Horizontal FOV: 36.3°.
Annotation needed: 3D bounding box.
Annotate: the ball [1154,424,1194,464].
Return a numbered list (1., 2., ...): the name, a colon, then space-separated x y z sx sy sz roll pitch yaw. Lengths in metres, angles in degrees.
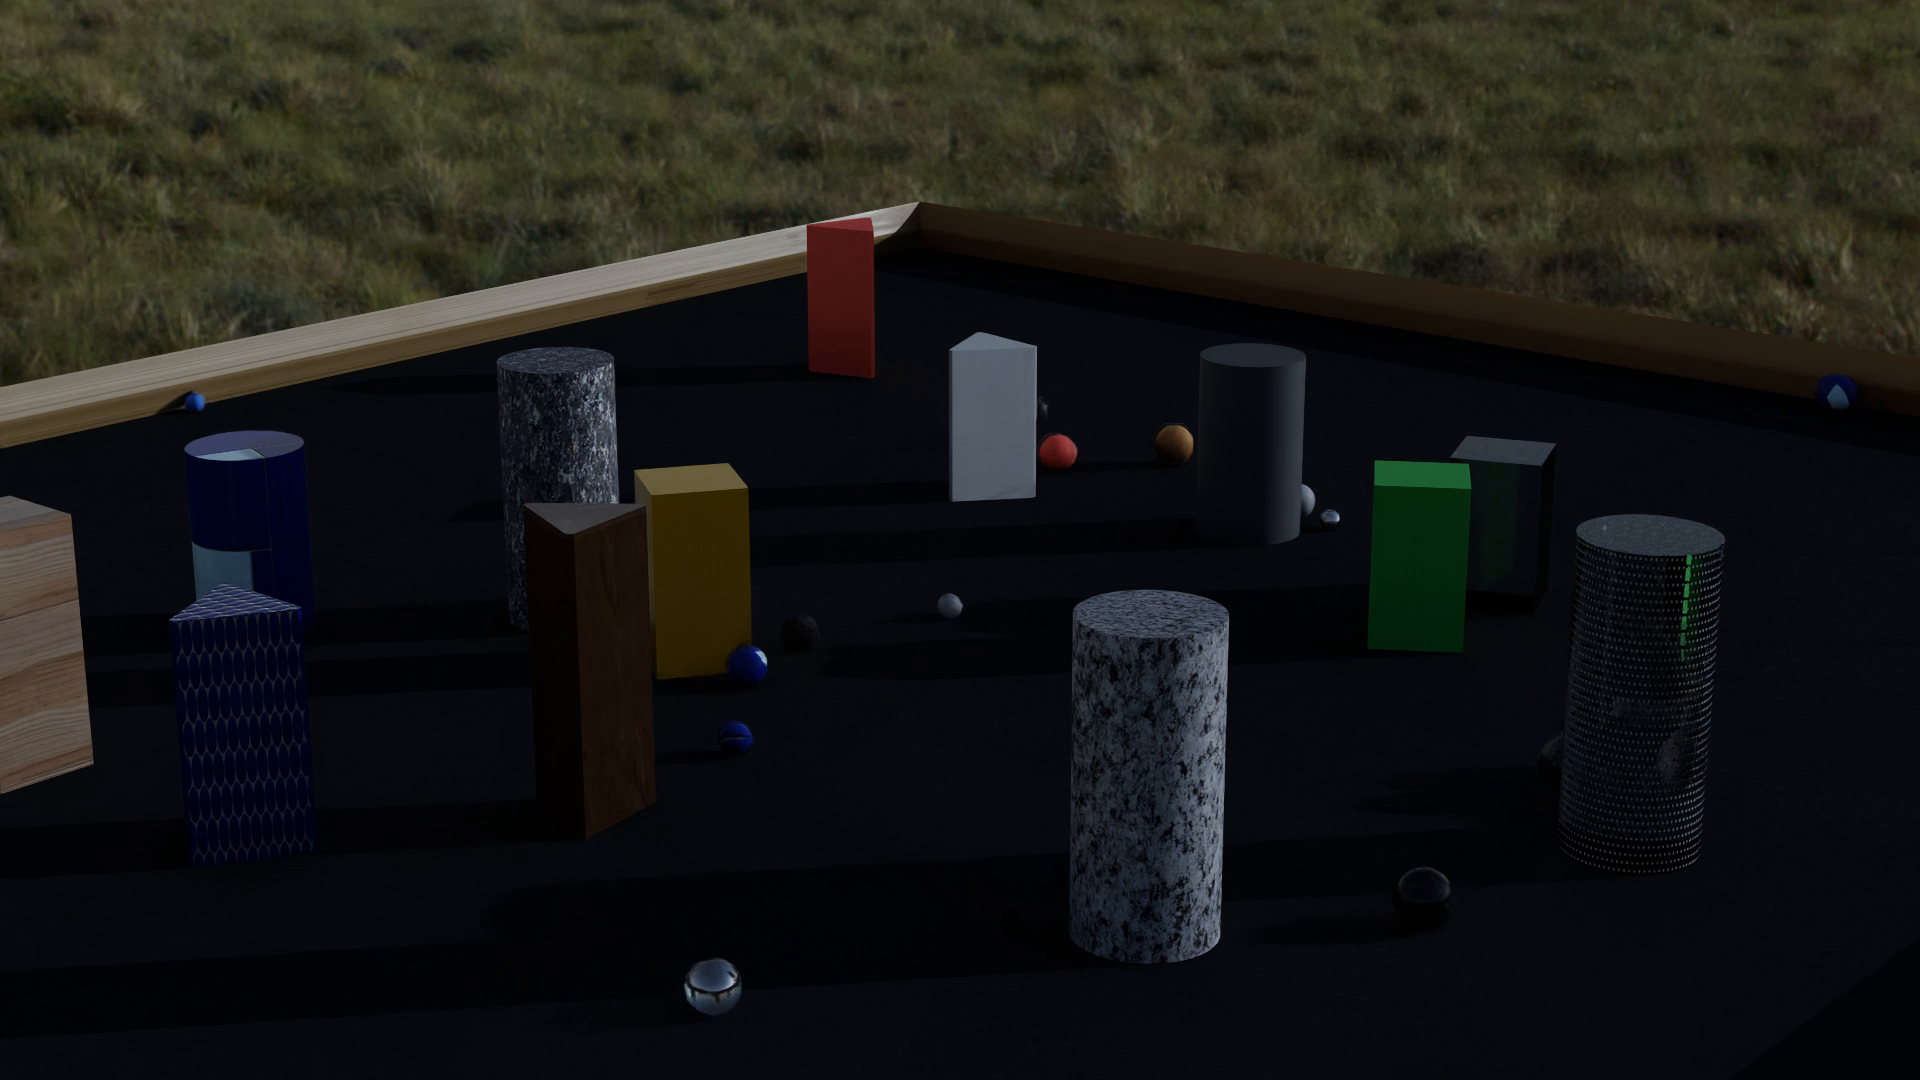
1. ball: 0.435 -0.193 5.949 0.081 0.081 0.081 0 17 0

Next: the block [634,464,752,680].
1. block: -0.432 0.049 4.752 0.156 0.308 0.156 -5 17 -15

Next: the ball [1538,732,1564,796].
1. ball: 0.879 0.323 4.212 0.095 0.095 0.095 0 17 0

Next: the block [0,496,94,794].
1. block: -1.394 0.151 4.281 0.156 0.386 0.156 14 21 38

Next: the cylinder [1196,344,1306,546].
1. cylinder: 0.541 -0.180 5.458 0.195 0.338 0.195 0 17 0

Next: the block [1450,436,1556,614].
1. block: 0.935 -0.027 5.081 0.156 0.264 0.156 6 18 19

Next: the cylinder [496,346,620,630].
1. cylinder: -0.675 -0.085 4.954 0.195 0.449 0.195 0 17 0

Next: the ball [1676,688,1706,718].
1. ball: 1.131 0.253 4.532 0.045 0.045 0.045 0 17 0

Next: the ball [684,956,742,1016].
1. ball: -0.298 0.539 3.542 0.070 0.070 0.070 0 17 0

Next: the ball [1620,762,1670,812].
1. ball: 0.972 0.351 4.163 0.069 0.069 0.069 0 17 0

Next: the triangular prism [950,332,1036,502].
1. triangular prism: 0.051 -0.244 5.738 0.169 0.300 0.146 -3 17 -10

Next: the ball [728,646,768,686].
1. ball: -0.338 0.200 4.672 0.065 0.065 0.065 0 17 0

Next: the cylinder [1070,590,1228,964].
1. cylinder: 0.238 0.298 3.714 0.195 0.431 0.195 0 17 0

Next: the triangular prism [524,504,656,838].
1. triangular prism: -0.544 0.172 4.111 0.146 0.443 0.169 10 19 30

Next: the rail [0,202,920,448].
1. rail: -1.601 -0.370 6.451 0.045 0.127 4.597 14 22 39

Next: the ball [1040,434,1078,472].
1. ball: 0.198 -0.175 5.899 0.075 0.075 0.075 0 17 0

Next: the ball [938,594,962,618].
1. ball: -0.017 0.113 5.000 0.043 0.043 0.043 0 17 0

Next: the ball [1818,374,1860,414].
1. ball: 1.903 -0.317 6.351 0.085 0.085 0.085 0 17 0

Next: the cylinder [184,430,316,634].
1. cylinder: -1.189 -0.006 4.917 0.195 0.317 0.195 0 17 0

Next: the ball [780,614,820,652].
1. ball: -0.264 0.153 4.830 0.064 0.064 0.064 0 17 0

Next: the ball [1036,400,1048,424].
1. ball: 0.163 -0.275 6.270 0.052 0.052 0.052 0 17 0

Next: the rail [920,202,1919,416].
1. rail: 1.491 -0.464 6.765 4.288 0.127 0.045 14 22 39

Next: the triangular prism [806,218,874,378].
1. triangular prism: -0.241 -0.560 6.718 0.169 0.338 0.146 8 19 25

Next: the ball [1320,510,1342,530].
1. ball: 0.695 -0.038 5.503 0.040 0.040 0.040 0 17 0

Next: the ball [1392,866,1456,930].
1. ball: 0.598 0.461 3.779 0.080 0.080 0.080 0 17 0

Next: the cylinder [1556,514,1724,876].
1. cylinder: 0.921 0.208 3.978 0.195 0.450 0.195 0 17 0

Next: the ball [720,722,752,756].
1. ball: -0.334 0.297 4.377 0.049 0.049 0.049 0 17 0

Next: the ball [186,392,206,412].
1. ball: -1.658 -0.298 6.361 0.043 0.043 0.043 0 17 0

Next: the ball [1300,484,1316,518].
1. ball: 0.643 -0.074 5.577 0.067 0.067 0.067 0 17 0

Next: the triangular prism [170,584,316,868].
1. triangular prism: -0.987 0.248 4.018 0.169 0.352 0.146 -6 18 -18

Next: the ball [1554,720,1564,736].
1. ball: 0.916 0.299 4.296 0.093 0.093 0.093 0 17 0

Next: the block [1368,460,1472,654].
1. block: 0.762 0.026 4.873 0.156 0.281 0.156 2 17 8
